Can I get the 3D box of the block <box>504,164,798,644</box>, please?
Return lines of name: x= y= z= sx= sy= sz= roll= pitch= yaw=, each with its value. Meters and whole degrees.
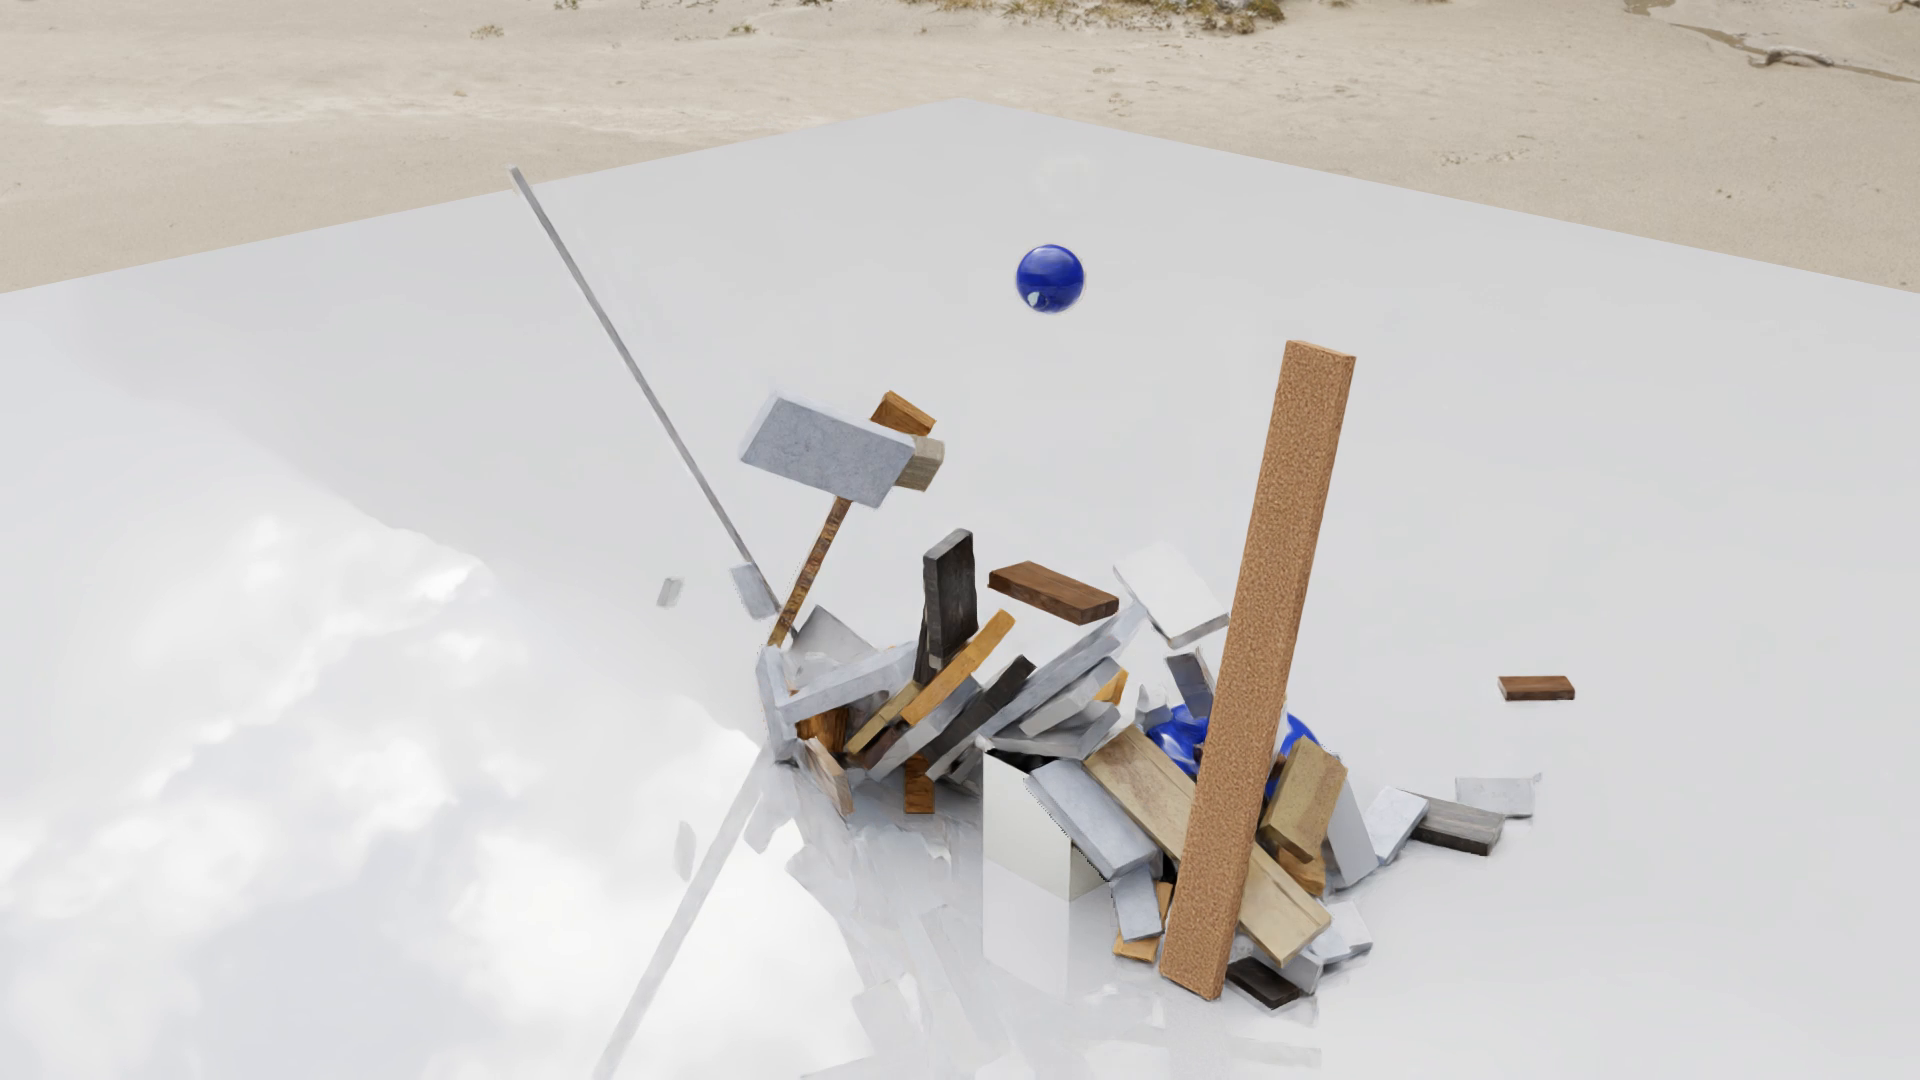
block: x=-0.635 y=-0.239 z=4.798 sx=0.018 sy=1.316 sz=0.063 roll=-34 pitch=23 yaw=-12

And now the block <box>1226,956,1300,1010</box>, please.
block: x=0.534 y=0.783 z=3.893 sx=0.064 sy=0.018 sz=0.129 roll=-15 pitch=27 yaw=-32

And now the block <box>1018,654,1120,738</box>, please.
block: x=0.199 y=0.290 z=4.041 sx=0.117 sy=0.033 sz=0.234 roll=-44 pitch=2 yaw=-28

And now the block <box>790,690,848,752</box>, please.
block: x=-0.299 y=0.378 z=4.601 sx=0.026 sy=0.093 sz=0.185 roll=4 pitch=7 yaw=-36

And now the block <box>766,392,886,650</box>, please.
block: x=-0.276 y=-0.030 z=4.676 sx=0.031 sy=0.672 sz=0.110 roll=24 pitch=38 yaw=-6

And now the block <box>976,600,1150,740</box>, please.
block: x=0.185 y=0.243 z=4.078 sx=0.442 sy=0.031 sz=0.110 roll=-40 pitch=4 yaw=46

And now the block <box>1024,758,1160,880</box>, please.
block: x=0.243 y=0.501 z=4.015 sx=0.122 sy=0.035 sz=0.245 roll=-18 pitch=55 yaw=-39

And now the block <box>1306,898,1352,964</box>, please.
block: x=0.648 y=0.708 z=3.974 sx=0.064 sy=0.018 sz=0.129 roll=-9 pitch=43 yaw=-18

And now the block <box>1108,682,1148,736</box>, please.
block: x=0.217 y=0.391 z=4.570 sx=0.335 sy=0.047 sz=0.167 roll=-8 pitch=46 yaw=25

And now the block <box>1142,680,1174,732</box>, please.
block: x=0.309 y=0.391 z=4.625 sx=0.277 sy=0.039 sz=0.136 roll=-25 pitch=16 yaw=8

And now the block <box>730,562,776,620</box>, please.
block: x=-0.448 y=0.110 z=4.754 sx=0.063 sy=0.125 sz=0.018 roll=-12 pitch=17 yaw=43

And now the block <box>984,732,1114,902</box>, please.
block: x=0.209 y=0.515 z=4.253 sx=0.231 sy=0.231 sz=0.231 roll=-21 pitch=30 yaw=-40

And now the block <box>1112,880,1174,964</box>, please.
block: x=0.334 y=0.690 z=3.995 sx=0.074 sy=0.021 sz=0.148 roll=9 pitch=63 yaw=22

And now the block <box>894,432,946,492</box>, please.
block: x=-0.191 y=-0.172 z=4.240 sx=0.298 sy=0.149 sz=0.042 roll=12 pitch=65 yaw=-11

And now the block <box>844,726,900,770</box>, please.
block: x=-0.176 y=0.412 z=4.381 sx=0.093 sy=0.026 sz=0.185 roll=-47 pitch=8 yaw=-11

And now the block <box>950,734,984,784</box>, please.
block: x=0.015 y=0.437 z=4.428 sx=0.023 sy=0.081 sz=0.163 roll=38 pitch=5 yaw=-4

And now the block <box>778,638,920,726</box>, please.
block: x=-0.202 y=0.280 z=4.428 sx=0.338 sy=0.042 sz=0.149 roll=-23 pitch=8 yaw=38

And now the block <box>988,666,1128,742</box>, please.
block: x=0.185 y=0.320 z=4.273 sx=0.327 sy=0.023 sz=0.081 roll=-20 pitch=35 yaw=40

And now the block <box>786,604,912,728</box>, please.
block: x=-0.230 y=0.273 z=4.698 sx=0.037 sy=0.131 sz=0.414 roll=32 pitch=1 yaw=-38

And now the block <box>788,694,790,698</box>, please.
block: x=-0.317 y=0.357 z=4.829 sx=0.136 sy=0.039 sz=0.273 roll=-13 pitch=20 yaw=-25

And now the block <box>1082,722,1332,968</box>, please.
block: x=0.437 y=0.540 z=3.939 sx=0.122 sy=0.035 sz=0.521 roll=-36 pitch=59 yaw=-16

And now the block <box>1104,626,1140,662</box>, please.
block: x=0.218 y=0.293 z=4.405 sx=0.047 sy=0.335 sz=0.167 roll=43 pitch=37 yaw=1

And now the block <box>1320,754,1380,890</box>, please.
block: x=0.721 y=0.538 z=4.212 sx=0.112 sy=0.231 sz=0.032 roll=-22 pitch=2 yaw=-42

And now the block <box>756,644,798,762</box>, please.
block: x=-0.389 y=0.346 z=4.660 sx=0.031 sy=0.110 sz=0.221 roll=-6 pitch=62 yaw=-18

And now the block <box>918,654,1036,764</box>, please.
block: x=0.031 y=0.326 z=4.234 sx=0.040 sy=0.280 sz=0.140 roll=45 pitch=53 yaw=-1

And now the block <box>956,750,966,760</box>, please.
block: x=-0.002 y=0.421 z=4.475 sx=0.016 sy=0.058 sz=0.115 roll=37 pitch=-11 yaw=-4

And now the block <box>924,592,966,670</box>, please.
block: x=-0.027 y=0.135 z=4.128 sx=0.027 sy=0.200 sz=0.097 roll=15 pitch=38 yaw=25

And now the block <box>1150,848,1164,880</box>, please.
block: x=0.337 y=0.548 z=4.051 sx=0.074 sy=0.148 sz=0.021 roll=-1 pitch=-8 yaw=30

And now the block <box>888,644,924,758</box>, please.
block: x=-0.106 y=0.348 z=4.609 sx=0.037 sy=0.131 sz=0.263 roll=31 pitch=10 yaw=-47

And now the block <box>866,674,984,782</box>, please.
block: x=-0.076 y=0.373 z=4.346 sx=0.040 sy=0.334 sz=0.140 roll=45 pitch=58 yaw=-1

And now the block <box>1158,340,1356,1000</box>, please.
block: x=0.498 y=0.237 z=3.740 sx=0.117 sy=1.157 sz=0.033 roll=23 pitch=20 yaw=39

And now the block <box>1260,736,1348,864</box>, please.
block: x=0.644 y=0.484 z=4.110 sx=0.112 sy=0.032 sz=0.223 roll=37 pitch=50 yaw=-9

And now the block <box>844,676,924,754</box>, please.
block: x=-0.141 y=0.335 z=4.327 sx=0.027 sy=0.193 sz=0.097 roll=45 pitch=20 yaw=-1

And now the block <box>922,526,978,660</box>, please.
block: x=-0.017 y=0.099 z=4.052 sx=0.031 sy=0.220 sz=0.110 roll=20 pitch=39 yaw=32
